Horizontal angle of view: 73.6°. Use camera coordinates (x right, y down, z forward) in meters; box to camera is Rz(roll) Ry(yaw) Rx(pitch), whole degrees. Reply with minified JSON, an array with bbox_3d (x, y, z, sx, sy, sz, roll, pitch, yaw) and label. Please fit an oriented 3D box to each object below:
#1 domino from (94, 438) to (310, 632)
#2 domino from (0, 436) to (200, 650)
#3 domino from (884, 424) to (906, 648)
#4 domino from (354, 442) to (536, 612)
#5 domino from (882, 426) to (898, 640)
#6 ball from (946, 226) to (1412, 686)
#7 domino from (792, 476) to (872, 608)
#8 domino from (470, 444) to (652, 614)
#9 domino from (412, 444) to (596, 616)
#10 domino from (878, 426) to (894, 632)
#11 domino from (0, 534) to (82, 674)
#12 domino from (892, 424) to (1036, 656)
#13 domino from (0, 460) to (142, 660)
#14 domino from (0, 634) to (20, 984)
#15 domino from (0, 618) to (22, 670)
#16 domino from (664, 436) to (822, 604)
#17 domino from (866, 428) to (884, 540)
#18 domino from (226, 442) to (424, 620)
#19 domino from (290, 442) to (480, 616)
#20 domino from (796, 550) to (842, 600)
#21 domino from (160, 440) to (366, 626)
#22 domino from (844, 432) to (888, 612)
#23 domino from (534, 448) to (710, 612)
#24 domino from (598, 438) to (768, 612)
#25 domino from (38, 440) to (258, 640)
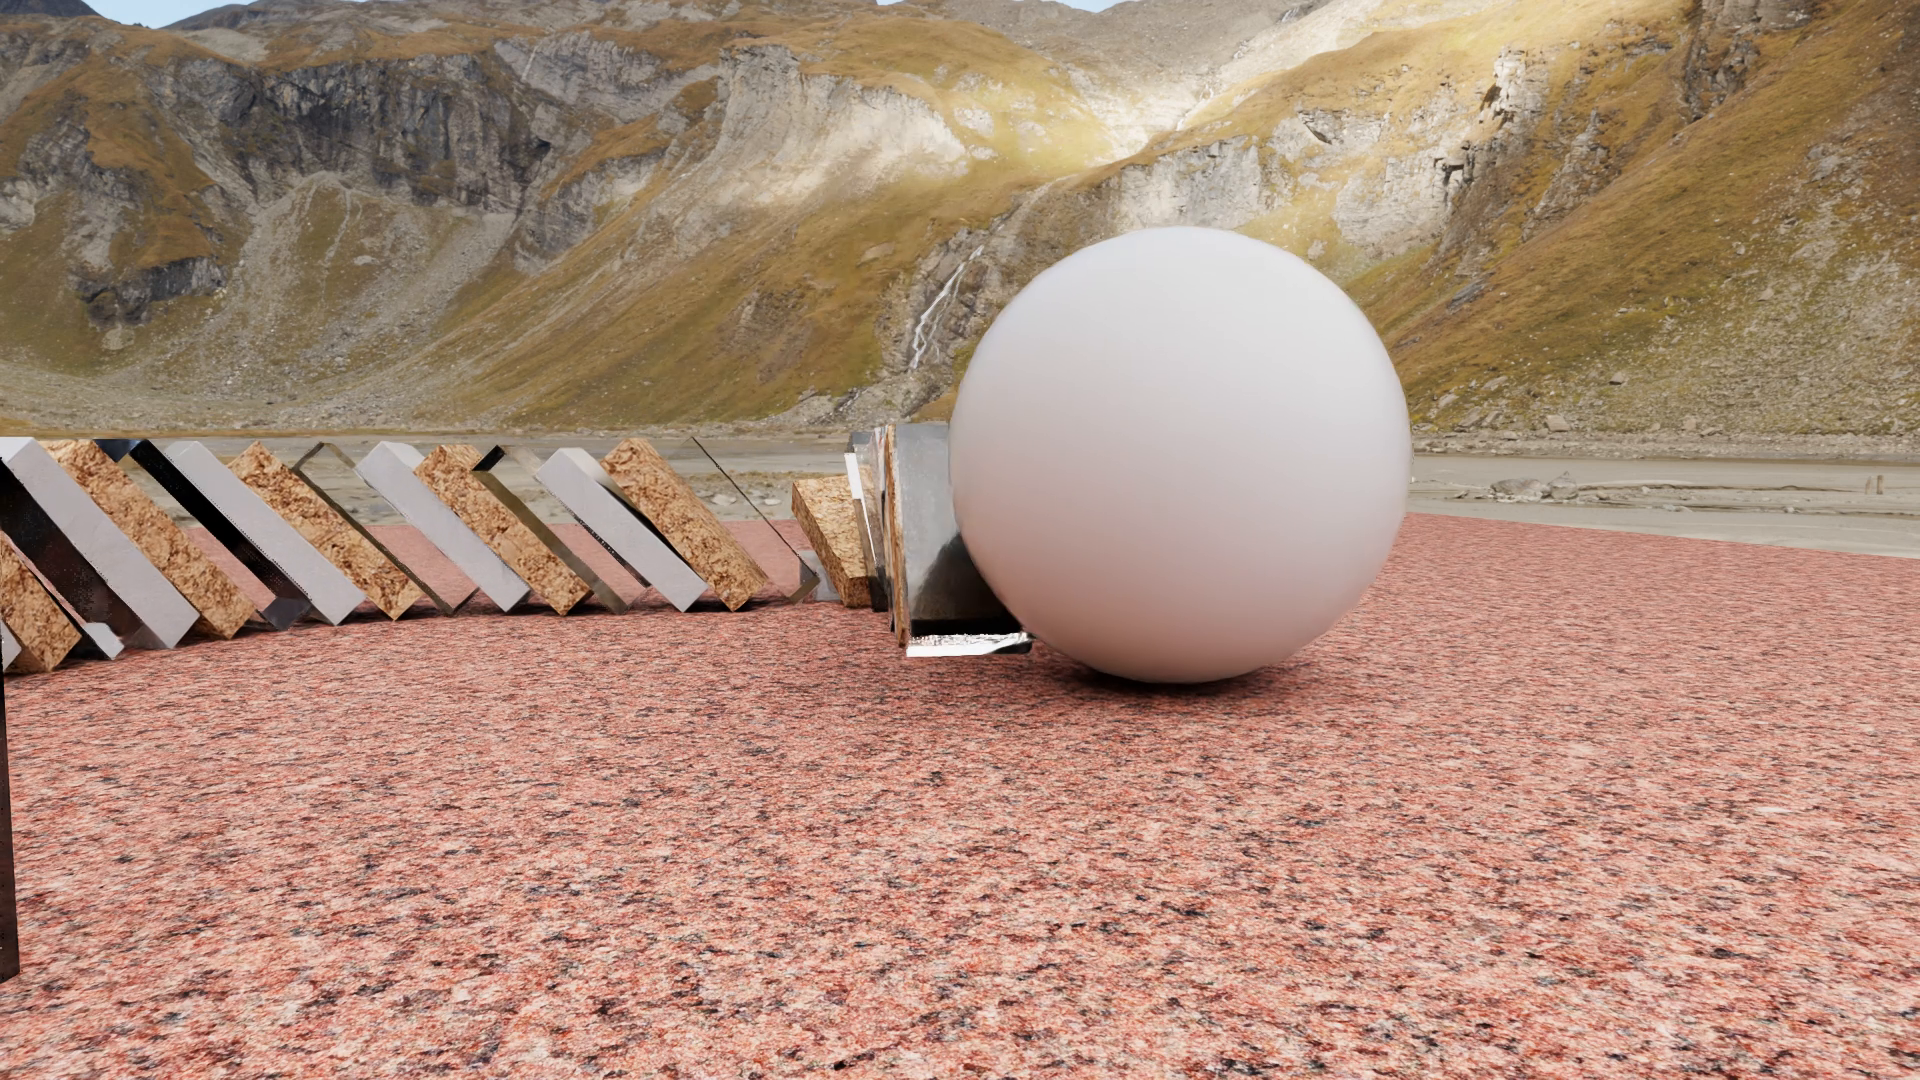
[{"bbox_3d":[-0.171,-0.001,0.285,0.025,0.050,0.009,3,47,35],"label":"domino"},{"bbox_3d":[-0.179,0.001,0.256,0.025,0.050,0.010,1,46,19],"label":"domino"},{"bbox_3d":[-0.002,-0.002,0.278,0.025,0.050,0.009,-1,-30,-9],"label":"domino"},{"bbox_3d":[-0.128,-0.004,0.327,0.009,0.050,0.025,-45,7,-4],"label":"domino"},{"bbox_3d":[-0.003,-0.003,0.290,0.025,0.050,0.010,-1,-30,-9],"label":"domino"},{"bbox_3d":[0.038,-0.015,0.227,0.080,0.080,0.080,0,4,0],"label":"ball"},{"bbox_3d":[-0.027,-0.001,0.354,0.025,0.010,0.050,-8,35,-22],"label":"domino"},{"bbox_3d":[-0.100,-0.003,0.328,0.010,0.050,0.025,-45,6,0],"label":"domino"},{"bbox_3d":[-0.113,-0.003,0.326,0.010,0.050,0.025,-45,6,0],"label":"domino"},{"bbox_3d":[-0.005,-0.003,0.301,0.025,0.050,0.009,-1,-30,-9],"label":"domino"},{"bbox_3d":[-0.183,0.003,0.227,0.025,0.050,0.010,1,42,9],"label":"domino"},{"bbox_3d":[0.000,-0.001,0.267,0.025,0.050,0.010,-1,-30,-9],"label":"domino"},{"bbox_3d":[-0.181,0.002,0.241,0.025,0.050,0.010,1,44,13],"label":"domino"},{"bbox_3d":[-0.080,0.011,0.089,0.009,0.050,0.025,0,4,0],"label":"domino"},{"bbox_3d":[-0.182,0.004,0.212,0.025,0.050,0.010,0,40,2],"label":"domino"},{"bbox_3d":[-0.059,-0.006,0.344,0.010,0.050,0.025,-42,12,-7],"label":"domino"},{"bbox_3d":[-0.007,-0.005,0.326,0.025,0.050,0.009,-1,-30,-19],"label":"domino"},{"bbox_3d":[-0.154,-0.002,0.310,0.010,0.050,0.025,-48,25,-19],"label":"domino"},{"bbox_3d":[-0.142,-0.003,0.320,0.010,0.050,0.025,-46,17,-12],"label":"domino"},{"bbox_3d":[-0.033,0.010,0.375,0.025,0.009,0.050,-1,4,-13],"label":"domino"},{"bbox_3d":[-0.164,-0.002,0.299,0.025,0.050,0.010,5,49,49],"label":"domino"},{"bbox_3d":[-0.014,-0.006,0.337,0.025,0.050,0.009,-1,-33,-19],"label":"domino"},{"bbox_3d":[-0.085,-0.003,0.333,0.050,0.009,0.025,44,0,-6],"label":"domino"},{"bbox_3d":[-0.071,-0.004,0.334,0.010,0.050,0.025,-41,6,0],"label":"domino"},{"bbox_3d":[-0.176,0.001,0.270,0.025,0.050,0.009,2,47,24],"label":"domino"}]
